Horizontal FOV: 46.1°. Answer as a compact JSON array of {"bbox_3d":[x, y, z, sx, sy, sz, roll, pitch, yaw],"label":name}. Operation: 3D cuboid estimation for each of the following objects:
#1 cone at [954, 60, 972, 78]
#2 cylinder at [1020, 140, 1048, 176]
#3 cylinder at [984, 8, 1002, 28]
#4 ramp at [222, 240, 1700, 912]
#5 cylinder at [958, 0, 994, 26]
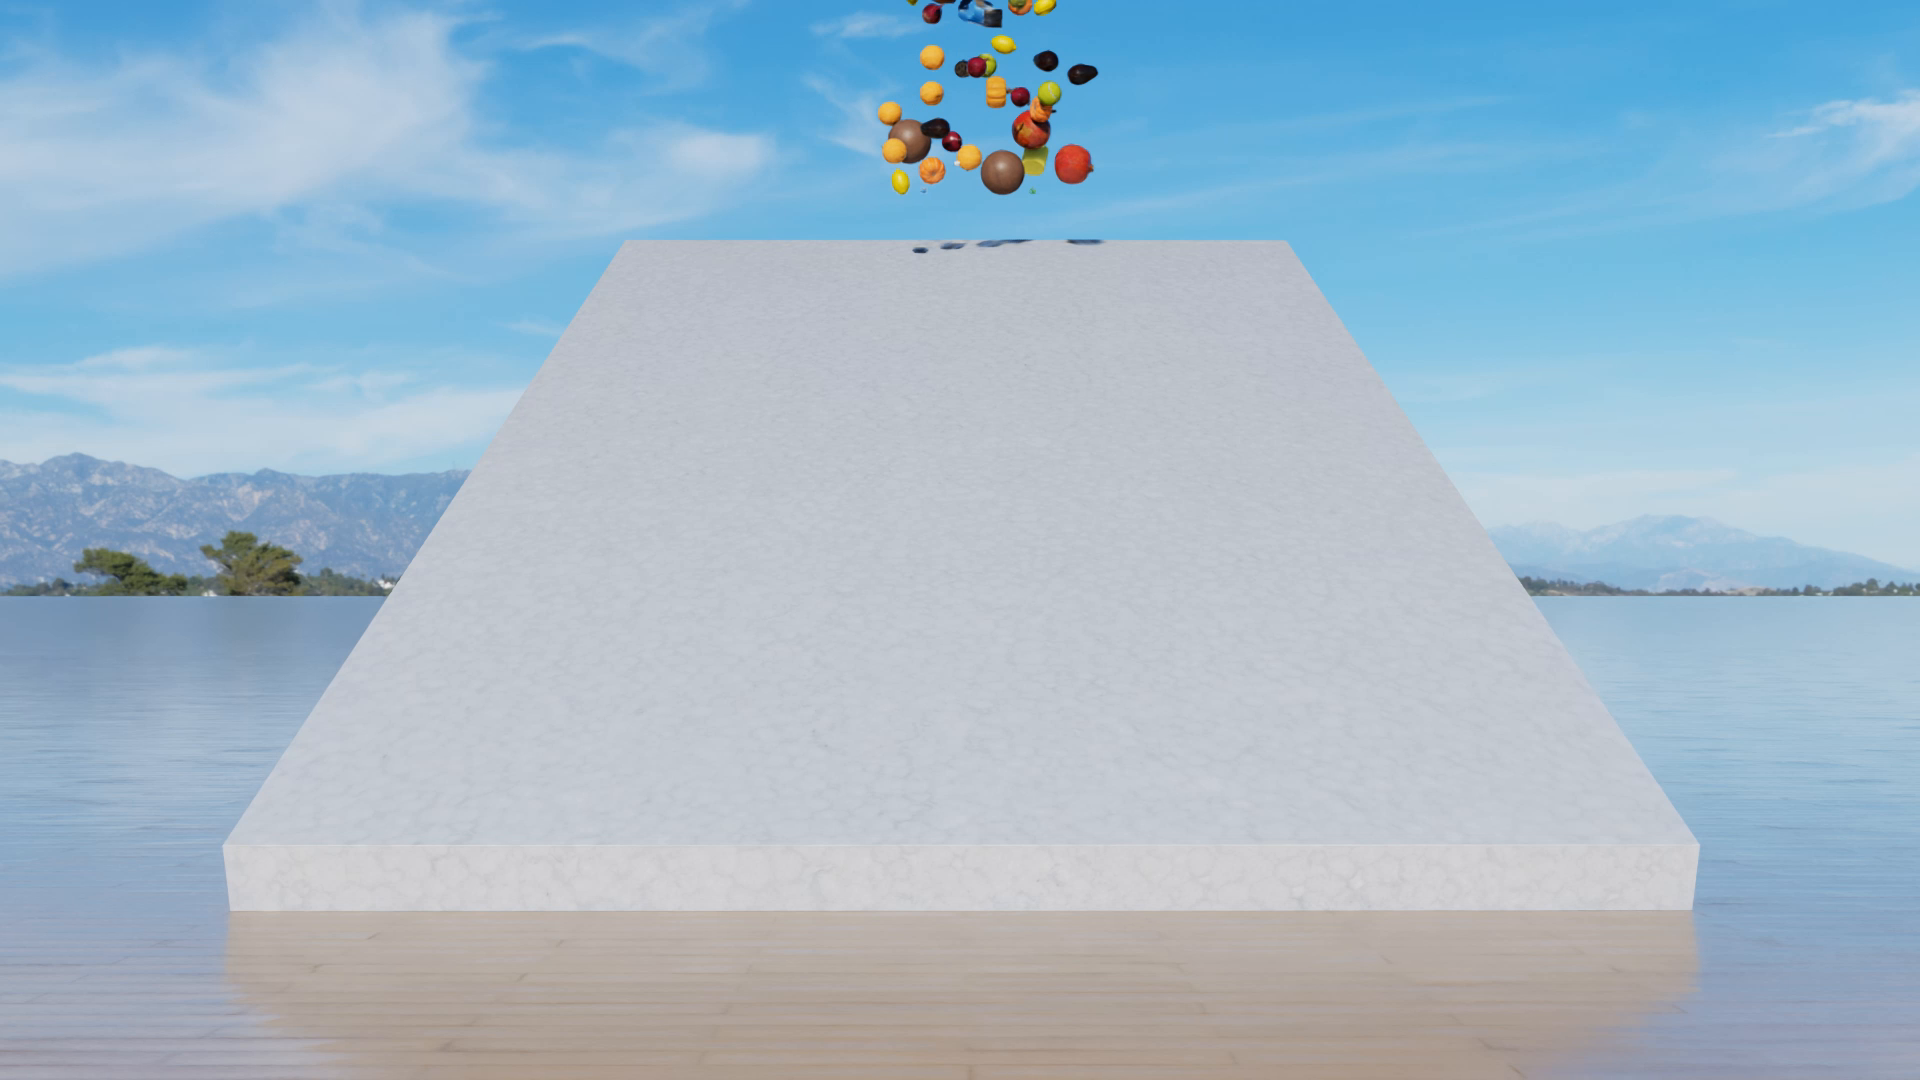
[{"bbox_3d":[0.006,-1.407,6.694,0.054,0.054,0.054,0,-8,9],"label":"cone"},{"bbox_3d":[0.222,-1.135,6.706,0.073,0.073,0.073,10,-30,6],"label":"cylinder"},{"bbox_3d":[0.098,-1.546,6.685,0.054,0.054,0.054,3,11,0],"label":"cylinder"},{"bbox_3d":[-0.004,-0.200,4.958,2.000,0.100,4.000,0,19,0],"label":"ramp"},{"bbox_3d":[0.048,-1.581,6.742,0.076,0.076,0.076,3,-3,-44],"label":"cylinder"}]
